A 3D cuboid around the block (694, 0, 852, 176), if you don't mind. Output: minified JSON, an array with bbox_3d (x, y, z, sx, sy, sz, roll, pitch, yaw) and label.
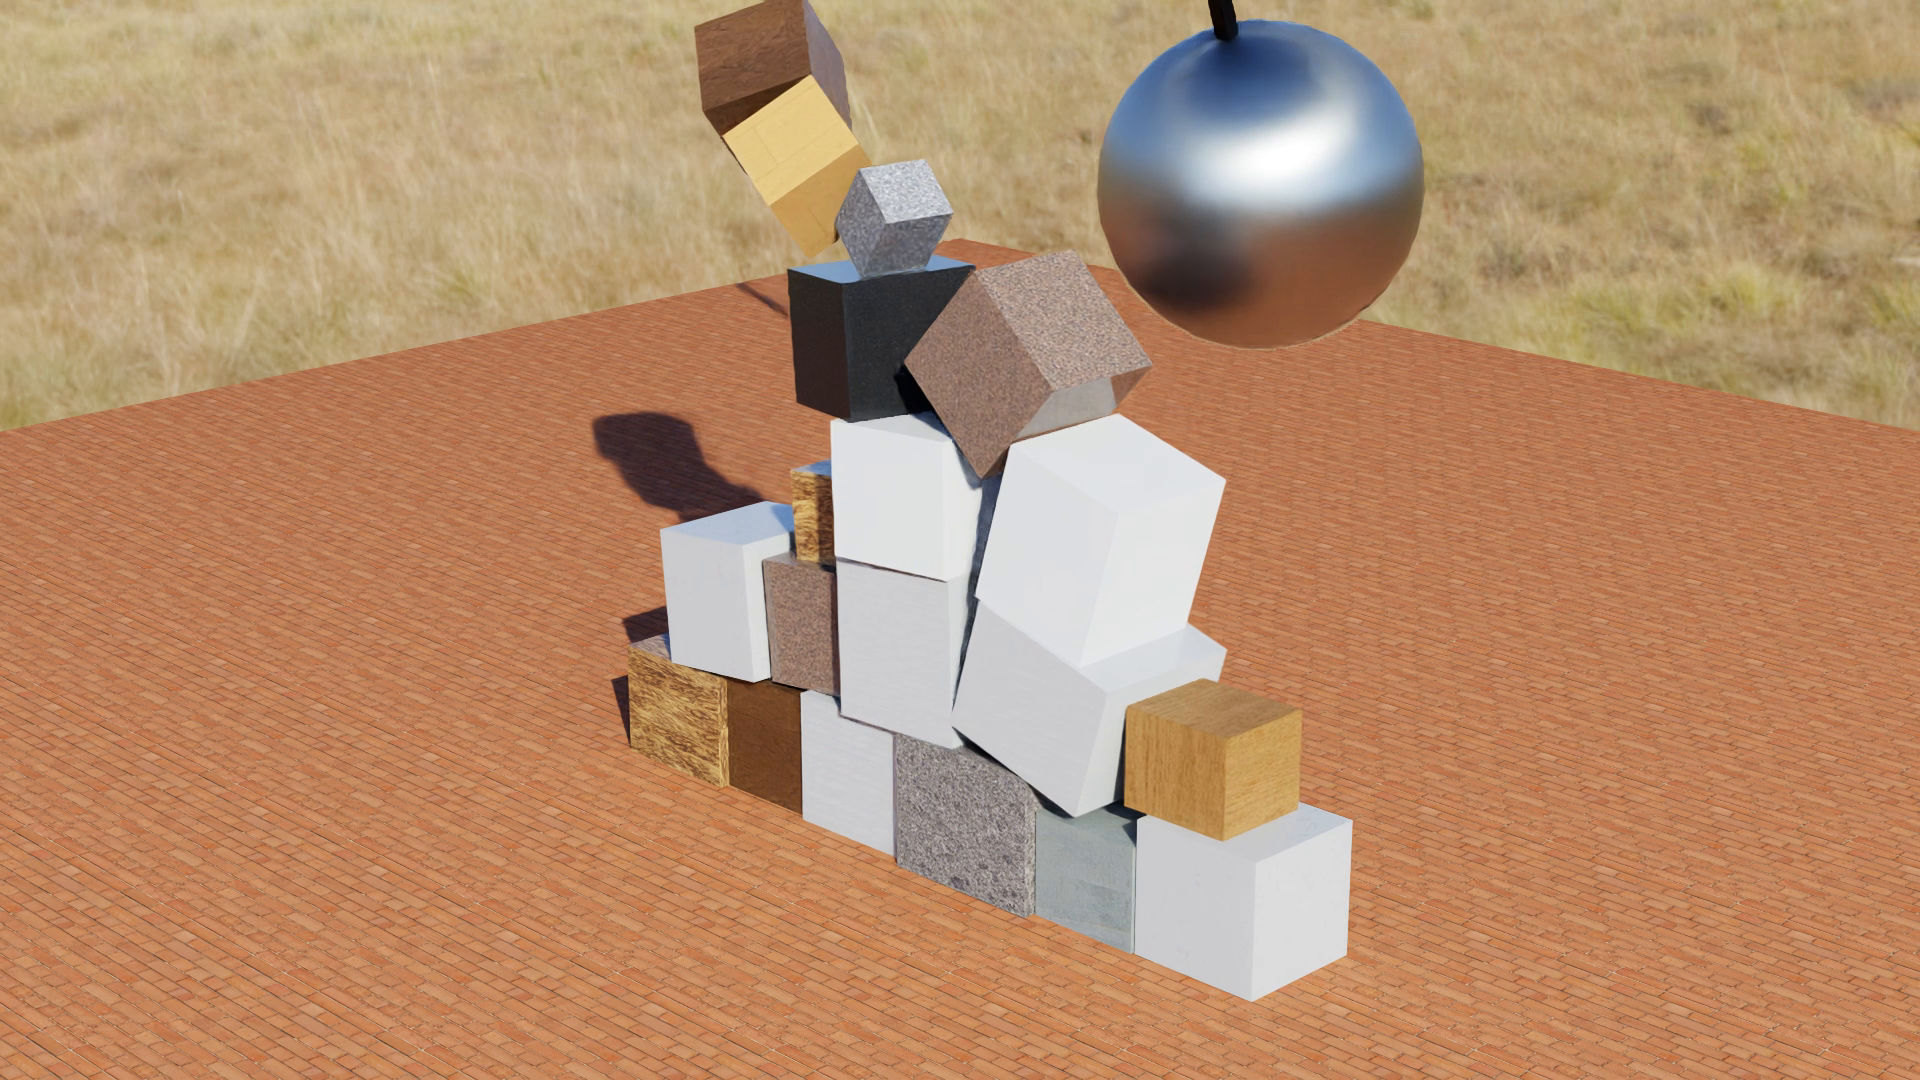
[{"bbox_3d":[-0.857,-2.102,13.505,0.534,0.512,0.518,-17,56,13],"label":"block"}]

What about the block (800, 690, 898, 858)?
[{"bbox_3d":[-0.273,1.038,13.963,0.707,0.647,0.653,17,24,42],"label":"block"}]

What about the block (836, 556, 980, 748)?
[{"bbox_3d":[-0.043,0.410,13.508,0.707,0.795,0.747,14,22,42],"label":"block"}]

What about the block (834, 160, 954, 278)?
[{"bbox_3d":[-0.297,-1.427,13.008,0.339,0.386,0.309,-13,63,-29],"label":"block"}]

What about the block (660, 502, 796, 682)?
[{"bbox_3d":[-0.984,0.243,14.440,0.690,0.678,0.620,-17,19,-42],"label":"block"}]

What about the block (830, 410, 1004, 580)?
[{"bbox_3d":[-0.096,-0.257,13.254,0.659,0.629,0.702,12,21,38],"label":"block"}]

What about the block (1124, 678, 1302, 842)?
[{"bbox_3d":[1.079,0.931,12.521,0.495,0.460,0.556,-17,24,-42],"label":"block"}]

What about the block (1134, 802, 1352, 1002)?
[{"bbox_3d":[1.211,1.489,12.560,0.641,0.628,0.653,-17,24,-42],"label":"block"}]

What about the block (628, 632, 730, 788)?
[{"bbox_3d":[-1.177,0.799,14.846,0.710,0.573,0.696,-17,24,-42],"label":"block"}]

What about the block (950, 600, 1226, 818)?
[{"bbox_3d":[0.563,0.650,12.958,0.774,0.646,0.796,-17,40,-42],"label":"block"}]

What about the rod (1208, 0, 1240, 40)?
[{"bbox_3d":[0.636,-4.529,12.585,0.080,5.200,0.080,17,44,42],"label":"rod"}]

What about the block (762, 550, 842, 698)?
[{"bbox_3d":[-0.518,0.366,14.007,0.608,0.607,0.534,10,20,43],"label":"block"}]

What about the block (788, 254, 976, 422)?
[{"bbox_3d":[-0.343,-0.937,13.366,0.669,0.627,0.571,-11,16,-26],"label":"block"}]

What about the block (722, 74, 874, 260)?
[{"bbox_3d":[-0.671,-1.666,13.131,0.480,0.514,0.457,-35,61,2],"label":"block"}]

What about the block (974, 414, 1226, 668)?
[{"bbox_3d":[0.603,-0.007,12.684,0.696,0.757,0.642,-18,41,-43],"label":"block"}]

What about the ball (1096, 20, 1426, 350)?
[{"bbox_3d":[1.467,-1.734,14.334,1.600,1.600,1.600,0,17,0],"label":"ball"}]

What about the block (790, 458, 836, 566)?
[{"bbox_3d":[-0.494,-0.137,13.862,0.434,0.434,0.396,9,19,42],"label":"block"}]

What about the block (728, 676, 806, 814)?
[{"bbox_3d":[-0.732,0.922,14.403,0.583,0.604,0.563,-17,24,-42],"label":"block"}]

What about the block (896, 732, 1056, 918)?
[{"bbox_3d":[0.258,1.198,13.430,0.736,0.662,0.814,-17,24,-42],"label":"block"}]

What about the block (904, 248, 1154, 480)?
[{"bbox_3d":[0.293,-0.767,12.731,0.623,0.640,0.646,-17,67,-42],"label":"block"}]

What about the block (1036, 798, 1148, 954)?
[{"bbox_3d":[0.760,1.425,12.988,0.634,0.493,0.570,-17,24,-42],"label":"block"}]
